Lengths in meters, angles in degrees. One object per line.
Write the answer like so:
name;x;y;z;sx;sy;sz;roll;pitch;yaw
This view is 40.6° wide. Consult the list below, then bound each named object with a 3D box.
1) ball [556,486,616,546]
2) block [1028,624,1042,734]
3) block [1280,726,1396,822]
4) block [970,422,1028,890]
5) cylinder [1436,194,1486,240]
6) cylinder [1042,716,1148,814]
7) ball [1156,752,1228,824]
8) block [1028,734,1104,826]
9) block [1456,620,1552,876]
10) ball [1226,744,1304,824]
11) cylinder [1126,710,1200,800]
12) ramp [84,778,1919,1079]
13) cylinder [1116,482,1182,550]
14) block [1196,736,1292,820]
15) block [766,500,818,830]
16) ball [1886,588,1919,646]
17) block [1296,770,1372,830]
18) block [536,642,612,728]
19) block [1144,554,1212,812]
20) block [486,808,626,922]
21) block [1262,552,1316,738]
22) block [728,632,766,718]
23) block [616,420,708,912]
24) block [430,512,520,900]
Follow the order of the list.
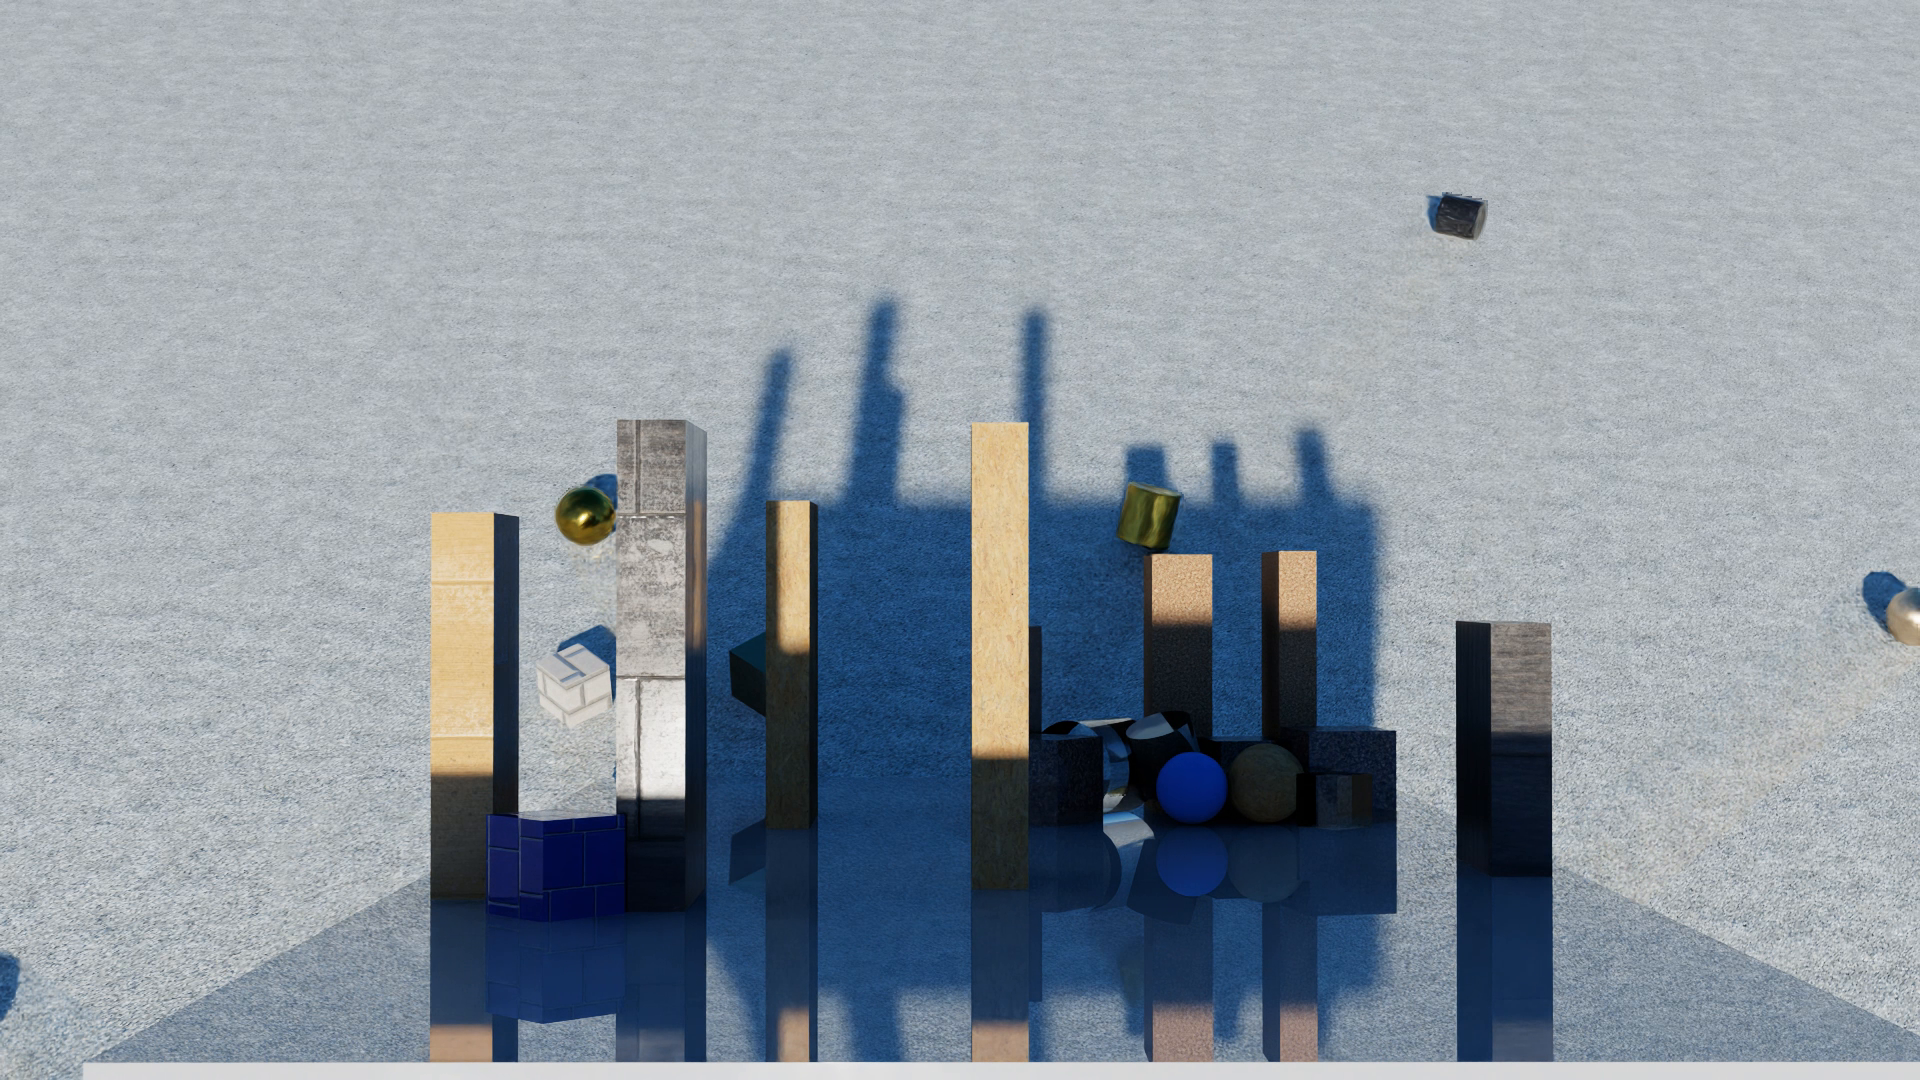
ball;-1.127;-0.072;7.807;0.179;0.179;0.179;0;33;0
block;0.138;0.397;5.823;0.082;0.410;0.279;0;-1;0
block;0.810;0.501;5.562;0.194;0.194;0.194;0;-1;-11
block;0.066;0.194;4.445;0.094;0.772;0.304;0;-1;0
cylinder;1.852;-1.193;9.588;0.147;0.147;0.147;15;36;22
cylinder;0.296;0.495;5.665;0.210;0.210;0.210;24;13;33
ball;0.487;0.520;5.443;0.151;0.151;0.151;0;33;0
block;0.181;0.508;5.508;0.179;0.179;0.179;-1;-1;35
block;0.968;0.364;4.625;0.105;0.436;0.316;0;-1;0
ball;0.645;0.512;5.464;0.168;0.168;0.168;0;33;0
cylinder;0.445;0.462;5.575;0.143;0.143;0.143;-16;15;4
ramp;0.072;0.635;4.740;2.000;0.100;4.000;0;-1;0
cylinder;0.565;-0.073;7.769;0.163;0.163;0.163;13;8;-2
block;0.613;0.515;5.629;0.168;0.168;0.168;0;-1;-11
block;-0.355;0.259;5.499;0.090;0.676;0.324;0;-1;0
ball;2.715;0.219;7.363;0.165;0.165;0.165;0;33;0
block;0.776;0.540;5.379;0.110;0.110;0.110;1;-1;-41
block;-1.057;0.397;7.107;0.142;0.142;0.142;-26;41;-34
block;0.489;0.318;5.841;0.132;0.568;0.269;0;-1;0
block;-0.621;0.497;3.977;0.151;0.151;0.151;1;-1;-44
block;0.737;0.314;5.822;0.082;0.575;0.329;0;-1;0
block;-0.526;0.367;7.145;0.152;0.152;0.152;-28;42;-36
block;-0.477;0.196;4.170;0.106;0.759;0.344;0;-1;0
block;-0.798;0.268;4.276;0.100;0.619;0.243;0;-1;0
